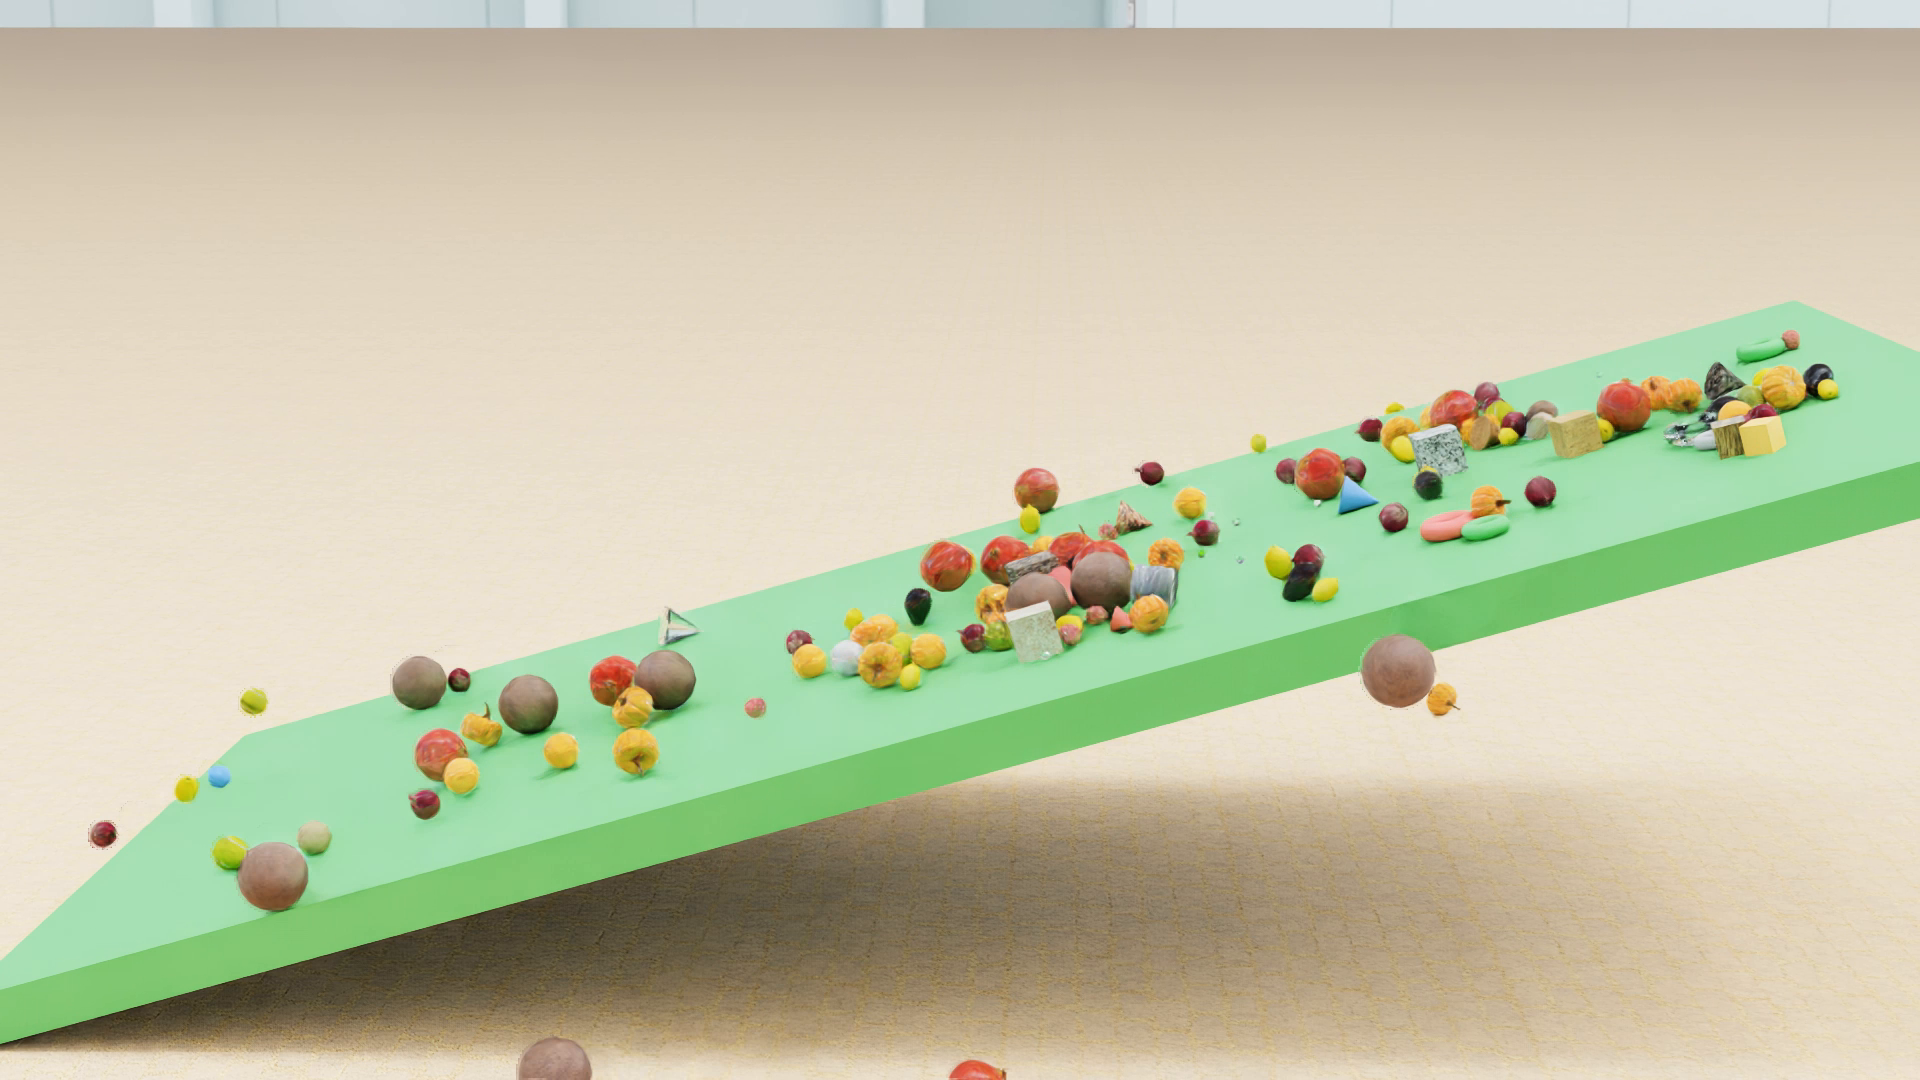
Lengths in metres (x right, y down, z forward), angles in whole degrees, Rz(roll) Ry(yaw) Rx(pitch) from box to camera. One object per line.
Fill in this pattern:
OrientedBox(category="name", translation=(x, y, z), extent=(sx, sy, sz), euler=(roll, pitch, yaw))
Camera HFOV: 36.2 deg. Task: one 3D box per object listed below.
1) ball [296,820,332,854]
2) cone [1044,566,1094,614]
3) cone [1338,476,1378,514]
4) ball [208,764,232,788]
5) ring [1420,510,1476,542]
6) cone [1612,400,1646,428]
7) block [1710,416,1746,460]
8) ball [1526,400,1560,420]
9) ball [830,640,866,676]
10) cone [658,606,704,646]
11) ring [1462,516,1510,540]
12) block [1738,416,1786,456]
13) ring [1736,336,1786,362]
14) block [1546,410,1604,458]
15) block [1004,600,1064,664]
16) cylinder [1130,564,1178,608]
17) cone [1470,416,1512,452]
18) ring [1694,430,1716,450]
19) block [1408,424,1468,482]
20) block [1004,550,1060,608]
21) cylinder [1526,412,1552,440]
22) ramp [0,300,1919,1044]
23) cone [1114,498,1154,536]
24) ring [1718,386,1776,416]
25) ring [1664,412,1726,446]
OrientedBox(category="ball", translation=(-1.281, 0.590, 5.834), extent=(0.068, 0.068, 0.068), euler=(0, 11, 0))
OrientedBox(category="cone", translation=(0.243, 0.110, 6.074), extent=(0.098, 0.098, 0.098), euler=(10, 2, -38))
OrientedBox(category="cone", translation=(0.846, -0.087, 6.201), extent=(0.083, 0.083, 0.083), euler=(11, 12, 5))
OrientedBox(category="ball", translation=(-1.722, 0.550, 6.839), extent=(0.053, 0.053, 0.053), euler=(0, 11, 0))
OrientedBox(category="ring", translation=(0.947, -0.027, 5.694), extent=(0.114, 0.038, 0.114), euler=(-15, 10, 3))
OrientedBox(category="cone", translation=(1.424, -0.259, 6.231), extent=(0.065, 0.065, 0.065), euler=(18, 17, 22))
OrientedBox(category="block", translation=(1.490, -0.198, 5.680), extent=(0.062, 0.062, 0.062), euler=(-14, 10, 13))
OrientedBox(category="ball", translation=(1.274, -0.271, 6.425), extent=(0.070, 0.070, 0.070), euler=(0, 11, 0))
OrientedBox(category="ball", translation=(-0.230, 0.242, 6.025), extent=(0.075, 0.075, 0.075), euler=(0, 11, 0))
OrientedBox(category="cone", translation=(-0.658, 0.211, 7.003), extent=(0.098, 0.098, 0.098), euler=(9, 8, -17))
OrientedBox(category="ring", translation=(1.001, -0.023, 5.602), extent=(0.094, 0.031, 0.094), euler=(-16, 9, 2))
OrientedBox(category="block", translation=(1.534, -0.199, 5.622), extent=(0.058, 0.058, 0.058), euler=(-7, 14, 44))
OrientedBox(category="ring", translation=(1.783, -0.425, 6.549), extent=(0.109, 0.036, 0.109), euler=(-15, 10, 3))
OrientedBox(category="block", translation=(1.278, -0.220, 6.109), extent=(0.078, 0.078, 0.078), euler=(-18, 10, -8))
OrientedBox(category="block", translation=(0.144, 0.180, 5.715), extent=(0.088, 0.088, 0.088), euler=(-17, 10, -1))
OrientedBox(category="cylinder", translation=(0.381, 0.090, 5.774), extent=(0.079, 0.079, 0.079), euler=(6, 12, 15))
OrientedBox(category="cone", translation=(1.175, -0.227, 6.446), extent=(0.080, 0.080, 0.080), euler=(9, 7, -21))
OrientedBox(category="ring", translation=(1.486, -0.198, 5.789), extent=(0.083, 0.028, 0.083), euler=(-15, 11, 3))
OrientedBox(category="block", translation=(1.026, -0.188, 6.303), extent=(0.093, 0.093, 0.093), euler=(-16, 10, 2))
OrientedBox(category="block", translation=(0.161, 0.086, 6.194), extent=(0.093, 0.093, 0.093), euler=(-18, 10, -11))
OrientedBox(category="cylinder", translation=(1.256, -0.246, 6.370), extent=(0.051, 0.051, 0.051), euler=(5, 18, 24))
OrientedBox(category="ramp", translation=(0.089, 0.188, 6.322), extent=(4.000, 0.100, 2.000), euler=(-16, 10, 5))
OrientedBox(category="cone", translation=(0.400, -0.043, 6.686), extent=(0.087, 0.087, 0.087), euler=(11, 11, 3))
OrientedBox(category="ring", translation=(1.613, -0.285, 6.030), extent=(0.119, 0.040, 0.119), euler=(-17, 11, 3))
OrientedBox(category="ring", translation=(1.476, -0.221, 5.893), extent=(0.131, 0.044, 0.131), euler=(-16, 8, 2))
